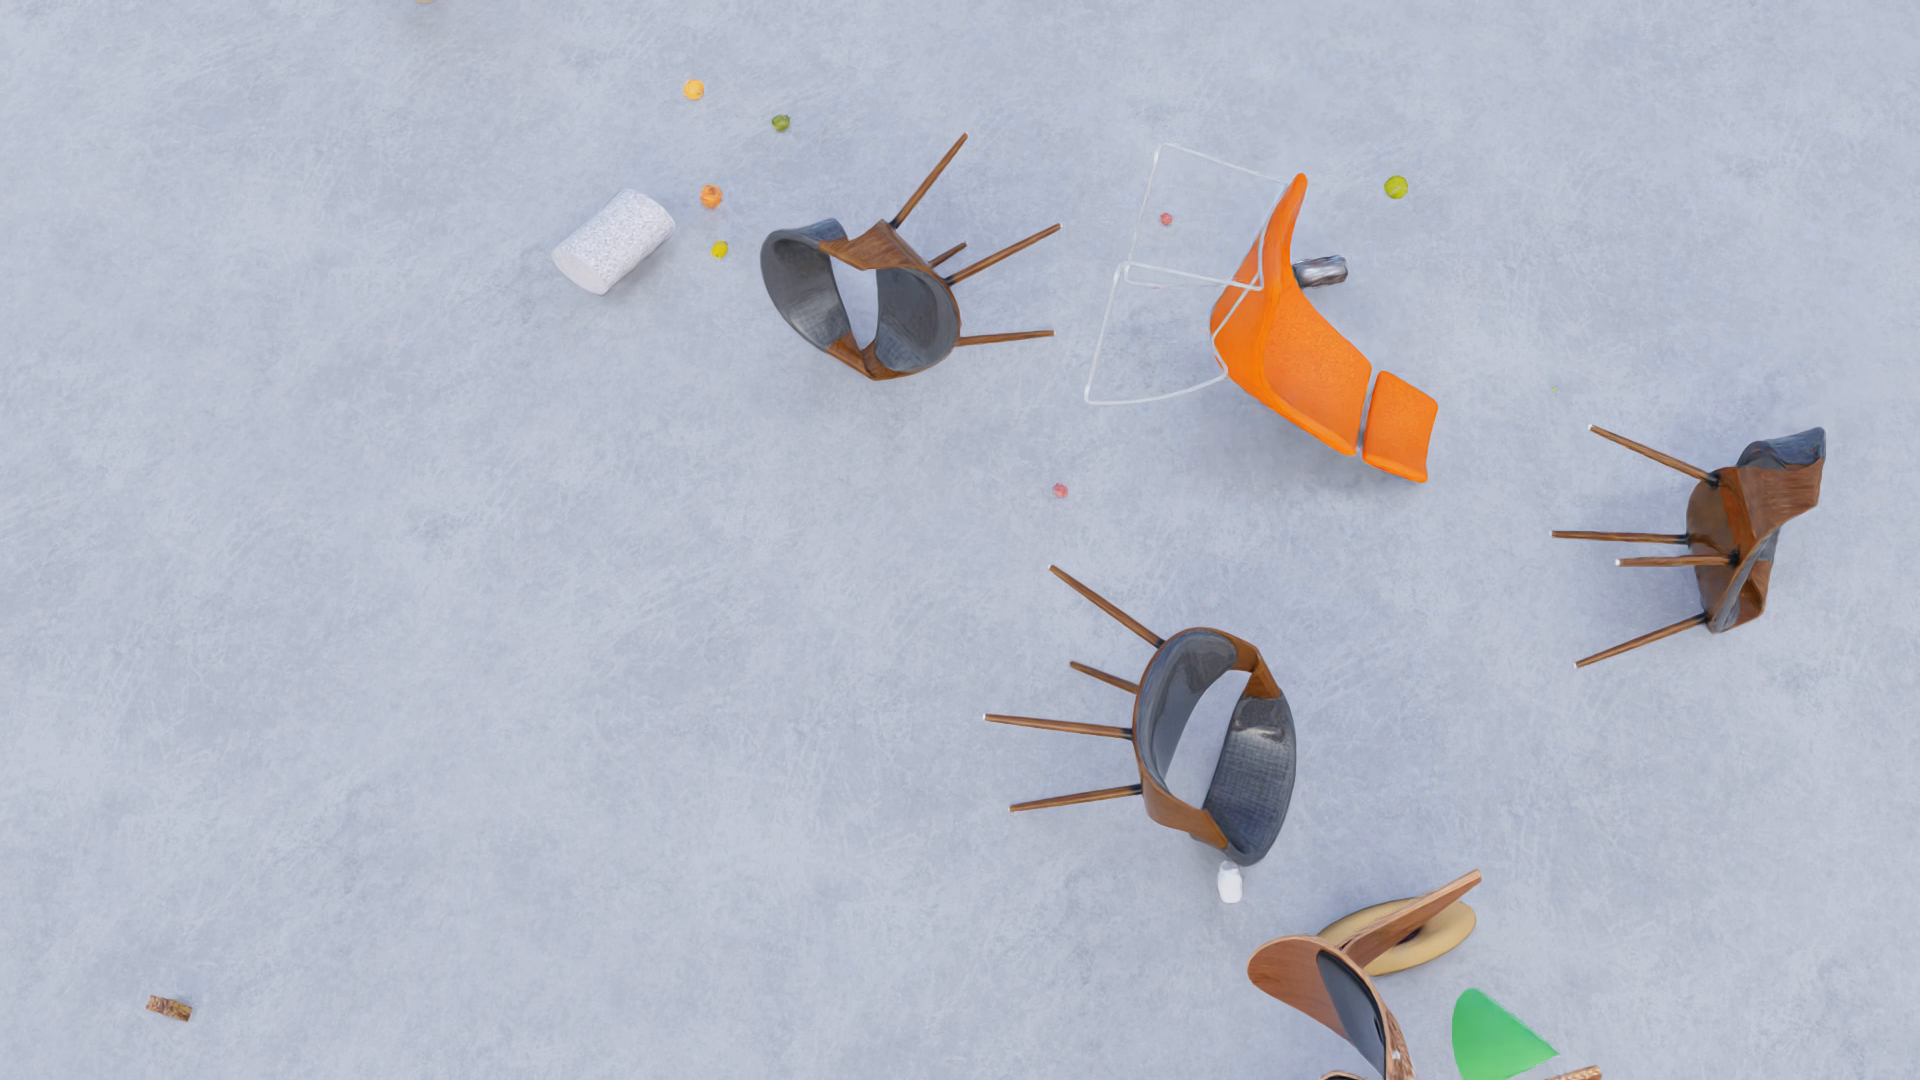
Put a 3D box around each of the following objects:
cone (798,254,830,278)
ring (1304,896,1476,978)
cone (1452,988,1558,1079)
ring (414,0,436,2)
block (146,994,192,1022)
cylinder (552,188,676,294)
[{"bbox_3d":[-0.485,-0.881,7.139,0.119,0.107,0.067,25,99,32],"label":"cone"},{"bbox_3d":[1.136,1.049,5.806,0.483,0.108,0.184,-13,56,-8],"label":"ring"},{"bbox_3d":[1.311,1.193,5.175,0.159,0.256,0.251,-12,93,-35],"label":"cone"},{"bbox_3d":[-1.935,-2.093,7.650,0.158,0.497,0.284,-37,45,-21],"label":"ring"},{"bbox_3d":[-2.046,1.213,5.691,0.066,0.102,0.038,9,69,14],"label":"block"},{"bbox_3d":[-1.122,-0.969,7.131,0.246,0.154,0.331,29,61,26],"label":"cylinder"}]
